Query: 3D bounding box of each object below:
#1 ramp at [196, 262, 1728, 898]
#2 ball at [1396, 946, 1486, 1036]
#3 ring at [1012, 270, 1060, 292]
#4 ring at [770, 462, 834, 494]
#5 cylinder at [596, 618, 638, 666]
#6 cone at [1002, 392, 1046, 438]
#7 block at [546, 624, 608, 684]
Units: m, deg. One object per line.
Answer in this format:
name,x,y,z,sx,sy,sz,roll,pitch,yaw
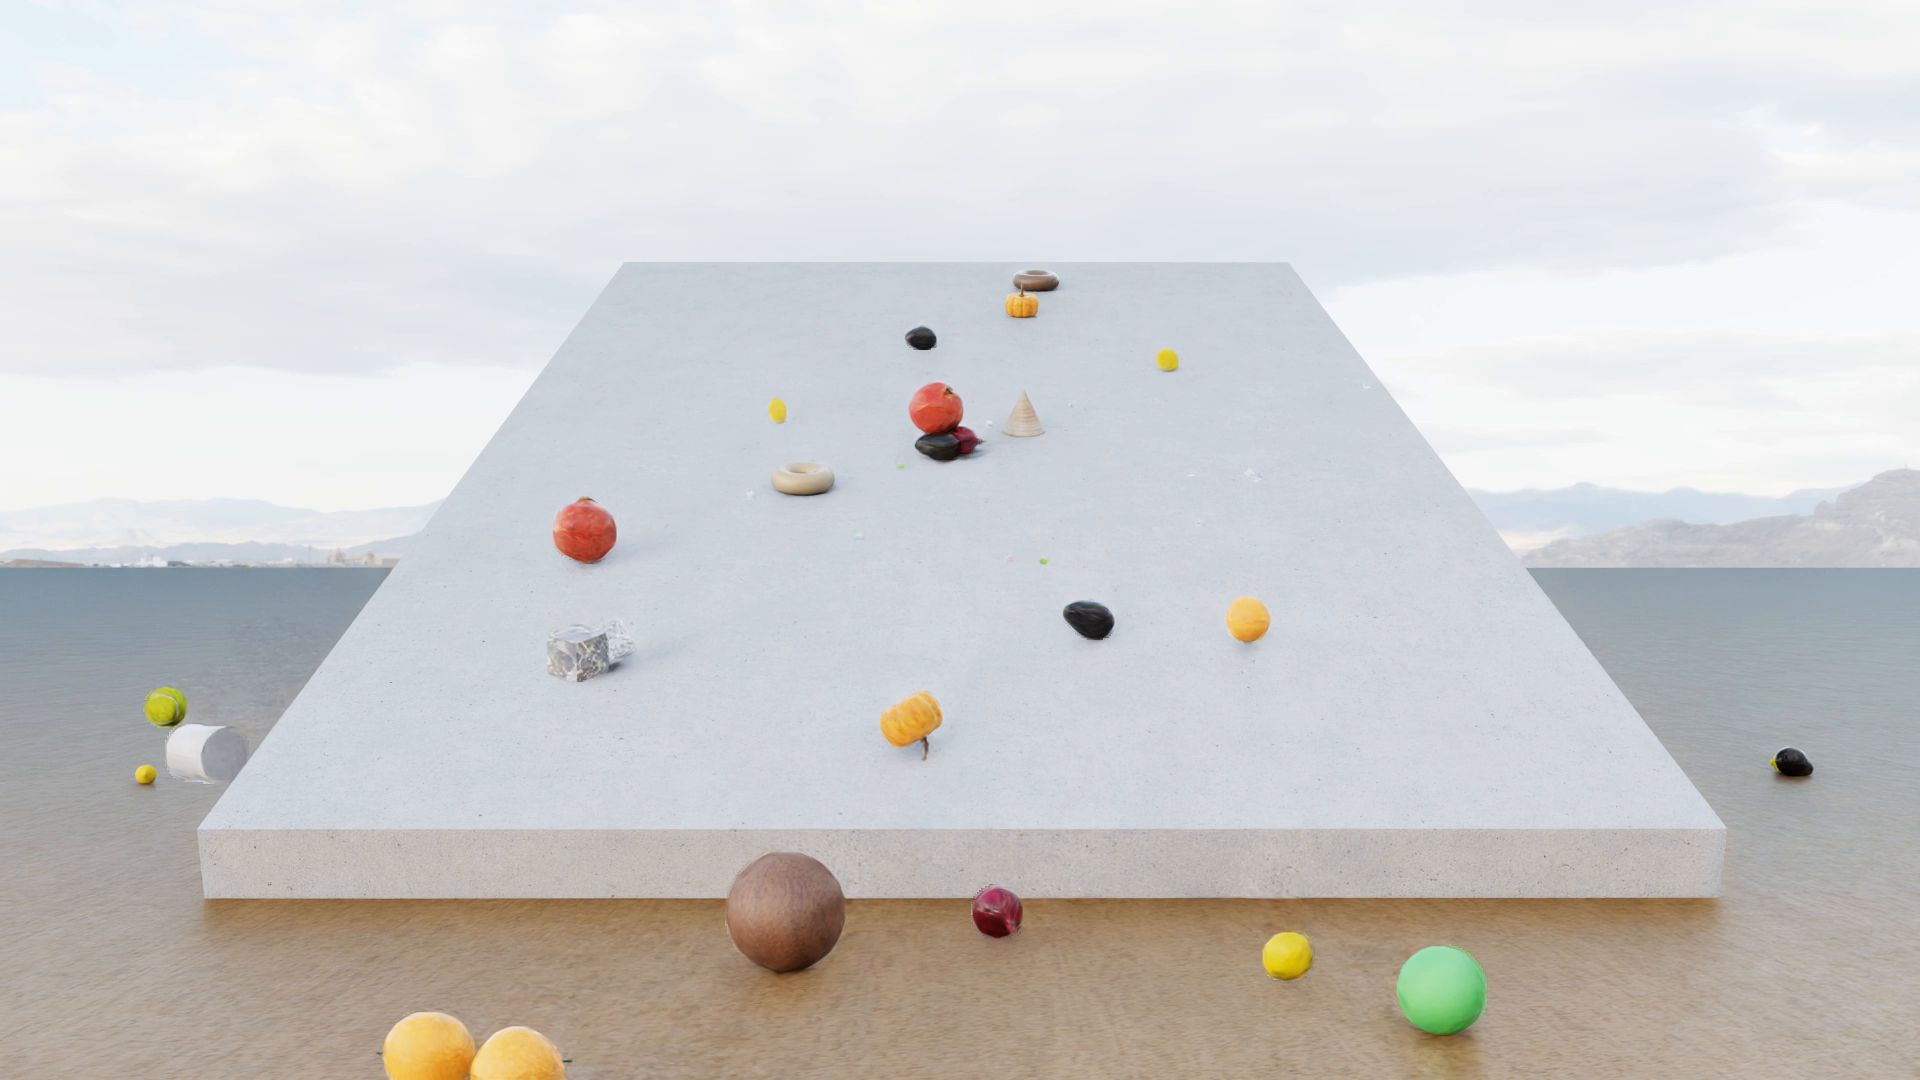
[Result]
ramp,-0.003,-0.183,4.837,2.000,0.100,4.000,0,18,0
ball,0.453,0.424,2.101,0.082,0.082,0.082,0,-1,0
ring,0.216,-0.738,6.342,0.135,0.045,0.135,1,17,0
ring,-0.311,-0.121,4.412,0.126,0.042,0.126,1,17,0
cylinder,-0.539,0.159,3.476,0.054,0.054,0.054,-29,-5,-3
cone,0.138,-0.280,4.822,0.095,0.095,0.095,0,18,0
block,-0.590,0.175,3.442,0.065,0.065,0.065,13,22,35
